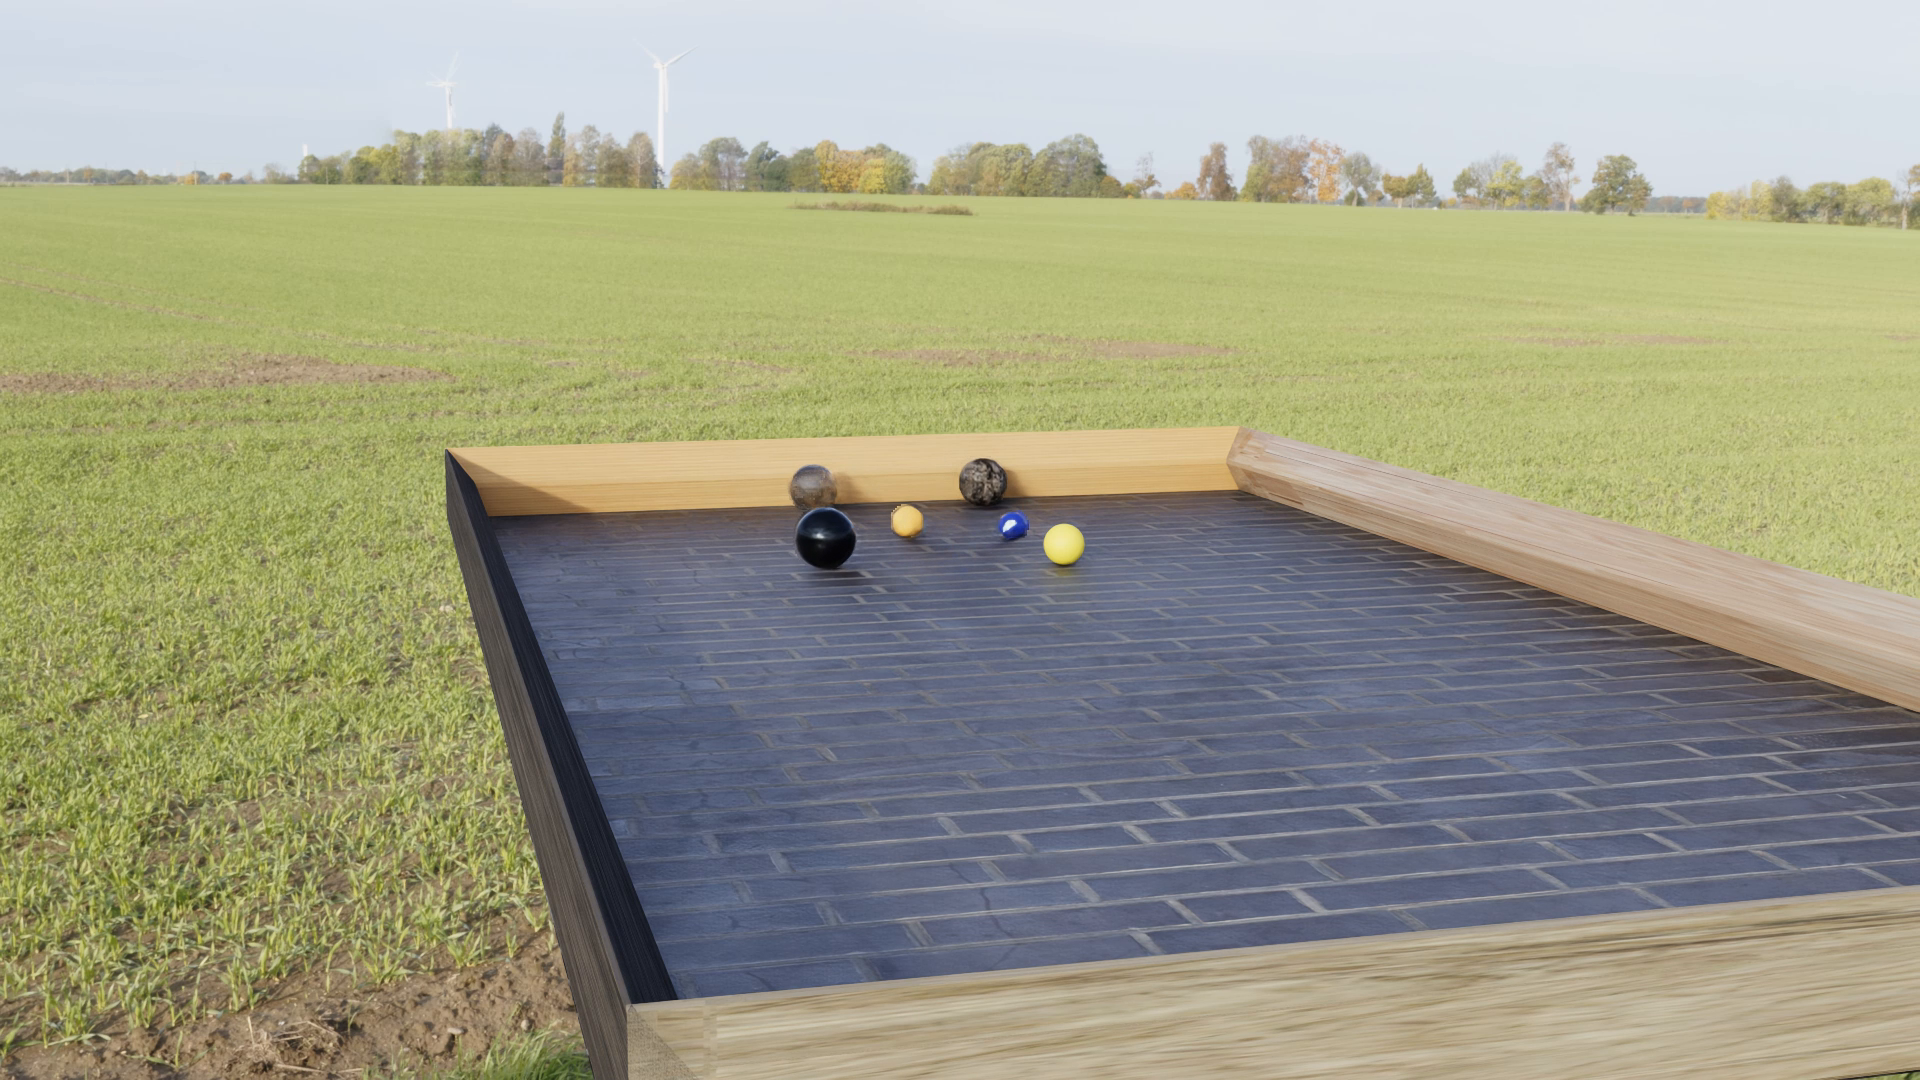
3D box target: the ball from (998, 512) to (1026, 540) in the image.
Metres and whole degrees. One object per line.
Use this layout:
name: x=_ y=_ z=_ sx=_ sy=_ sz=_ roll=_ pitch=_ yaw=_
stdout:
ball: x=0.083 y=-0.022 z=3.455 sx=0.044 sy=0.044 sz=0.044 roll=0 pitch=9 yaw=0

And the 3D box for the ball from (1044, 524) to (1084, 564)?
ball: x=0.152 y=0.006 z=3.214 sx=0.060 sy=0.060 sz=0.060 roll=0 pitch=9 yaw=0

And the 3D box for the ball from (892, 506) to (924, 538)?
ball: x=-0.082 y=-0.029 z=3.474 sx=0.050 sy=0.050 sz=0.050 roll=0 pitch=9 yaw=0

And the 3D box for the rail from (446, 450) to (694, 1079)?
rail: x=-0.494 y=0.099 z=2.417 sx=0.045 sy=0.116 sz=2.681 roll=-2 pitch=9 yaw=-15

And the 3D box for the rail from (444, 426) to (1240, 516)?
rail: x=-0.167 y=-0.121 z=3.851 sx=1.428 sy=0.116 sz=0.045 roll=-2 pitch=9 yaw=-15

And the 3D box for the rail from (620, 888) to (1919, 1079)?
rail: x=0.514 y=0.265 z=1.336 sx=1.428 sy=0.116 sz=0.045 roll=-2 pitch=9 yaw=-15

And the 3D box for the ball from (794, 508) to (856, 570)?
ball: x=-0.194 y=-0.002 z=3.175 sx=0.089 sy=0.089 sz=0.089 roll=0 pitch=9 yaw=0

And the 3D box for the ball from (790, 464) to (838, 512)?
ball: x=-0.251 y=-0.090 z=3.769 sx=0.082 sy=0.082 sz=0.082 roll=0 pitch=9 yaw=0

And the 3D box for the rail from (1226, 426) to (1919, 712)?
rail: x=0.840 y=0.045 z=2.770 sx=0.045 sy=0.116 sz=2.681 roll=-2 pitch=9 yaw=-15

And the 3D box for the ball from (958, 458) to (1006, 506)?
ball: x=0.039 y=-0.102 z=3.841 sx=0.084 sy=0.084 sz=0.084 roll=0 pitch=9 yaw=0
